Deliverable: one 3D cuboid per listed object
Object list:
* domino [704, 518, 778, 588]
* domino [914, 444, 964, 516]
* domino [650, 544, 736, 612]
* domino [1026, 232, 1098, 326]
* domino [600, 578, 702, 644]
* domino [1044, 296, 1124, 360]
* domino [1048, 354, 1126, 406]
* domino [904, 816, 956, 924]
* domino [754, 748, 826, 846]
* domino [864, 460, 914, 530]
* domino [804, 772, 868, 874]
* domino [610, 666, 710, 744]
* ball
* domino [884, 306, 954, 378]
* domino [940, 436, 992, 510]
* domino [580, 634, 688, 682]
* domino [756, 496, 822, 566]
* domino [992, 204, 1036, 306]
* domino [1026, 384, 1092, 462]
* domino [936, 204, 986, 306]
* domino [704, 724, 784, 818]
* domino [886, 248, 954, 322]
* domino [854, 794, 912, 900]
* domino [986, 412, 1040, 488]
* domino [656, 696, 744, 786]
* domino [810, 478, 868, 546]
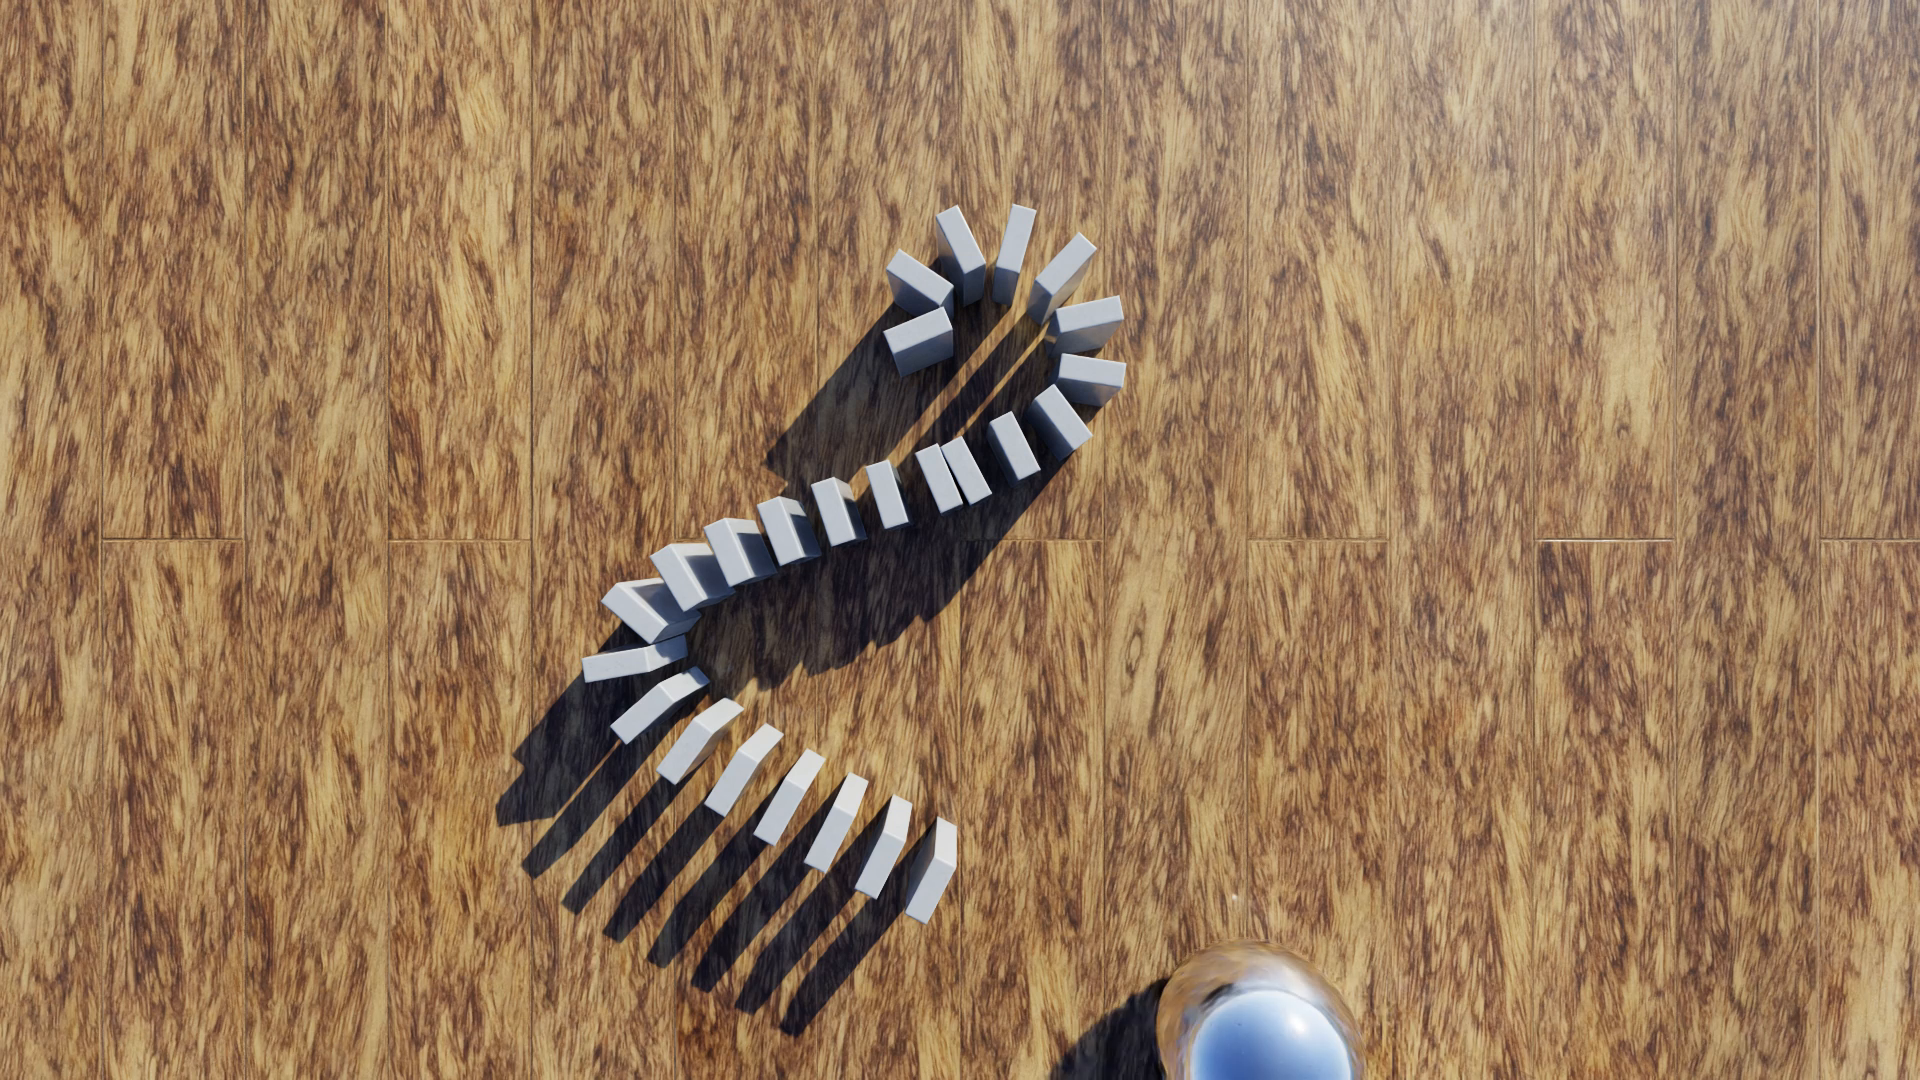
[{"bbox_3d":[-0.089,0.005,0.375,0.010,0.050,0.025,-24,90,0],"label":"domino"},{"bbox_3d":[-0.008,-0.024,0.375,0.009,0.050,0.025,-23,90,0],"label":"domino"},{"bbox_3d":[-0.108,0.015,0.375,0.009,0.050,0.025,-31,90,0],"label":"domino"},{"bbox_3d":[0.040,-0.105,0.375,0.010,0.050,0.025,43,90,0],"label":"domino"},{"bbox_3d":[-0.125,0.028,0.375,0.025,0.050,0.009,41,90,0],"label":"domino"},{"bbox_3d":[0.050,-0.086,0.375,0.025,0.050,0.009,-12,90,0],"label":"domino"},{"bbox_3d":[0.051,-0.065,0.375,0.025,0.050,0.009,9,90,0],"label":"domino"},{"bbox_3d":[-0.011,0.134,0.375,0.009,0.050,0.025,27,90,0],"label":"domino"},{"bbox_3d":[-0.069,0.104,0.375,0.010,0.050,0.025,30,90,0],"label":"domino"},{"bbox_3d":[-0.028,-0.017,0.375,0.010,0.050,0.025,-17,90,0],"label":"domino"},{"bbox_3d":[-0.050,0.114,0.375,0.009,0.050,0.025,28,90,0],"label":"domino"},{"bbox_3d":[-0.121,0.067,0.375,0.025,0.050,0.009,-41,90,0],"label":"domino"},{"bbox_3d":[0.116,0.200,0.360,0.080,0.080,0.080,0,90,0],"label":"ball"},{"bbox_3d":[-0.016,-0.080,0.375,0.025,0.050,0.010,-23,90,0],"label":"domino"},{"bbox_3d":[0.002,-0.027,0.375,0.009,0.050,0.025,-28,90,0],"label":"domino"},{"bbox_3d":[-0.132,0.048,0.375,0.025,0.050,0.009,-10,90,0],"label":"domino"},{"bbox_3d":[-0.069,-0.003,0.375,0.010,0.050,0.025,-21,90,0],"label":"domino"},{"bbox_3d":[0.021,-0.115,0.375,0.009,0.050,0.025,15,90,0],"label":"domino"},{"bbox_3d":[0.040,-0.047,0.375,0.010,0.050,0.025,-37,90,0],"label":"domino"},{"bbox_3d":[0.000,-0.115,0.375,0.010,0.050,0.025,-26,90,0],"label":"domino"},{"bbox_3d":[-0.087,0.093,0.375,0.010,0.050,0.025,32,90,0],"label":"domino"},{"bbox_3d":[-0.015,-0.100,0.375,0.025,0.050,0.009,34,90,0],"label":"domino"},{"bbox_3d":[-0.031,0.124,0.375,0.009,0.050,0.025,27,90,0],"label":"domino"},{"bbox_3d":[0.021,-0.036,0.375,0.009,0.050,0.025,-26,90,0],"label":"domino"},{"bbox_3d":[-0.105,0.081,0.375,0.010,0.050,0.025,36,90,0],"label":"domino"},{"bbox_3d":[-0.049,-0.011,0.375,0.010,0.050,0.025,-19,90,0],"label":"domino"}]
